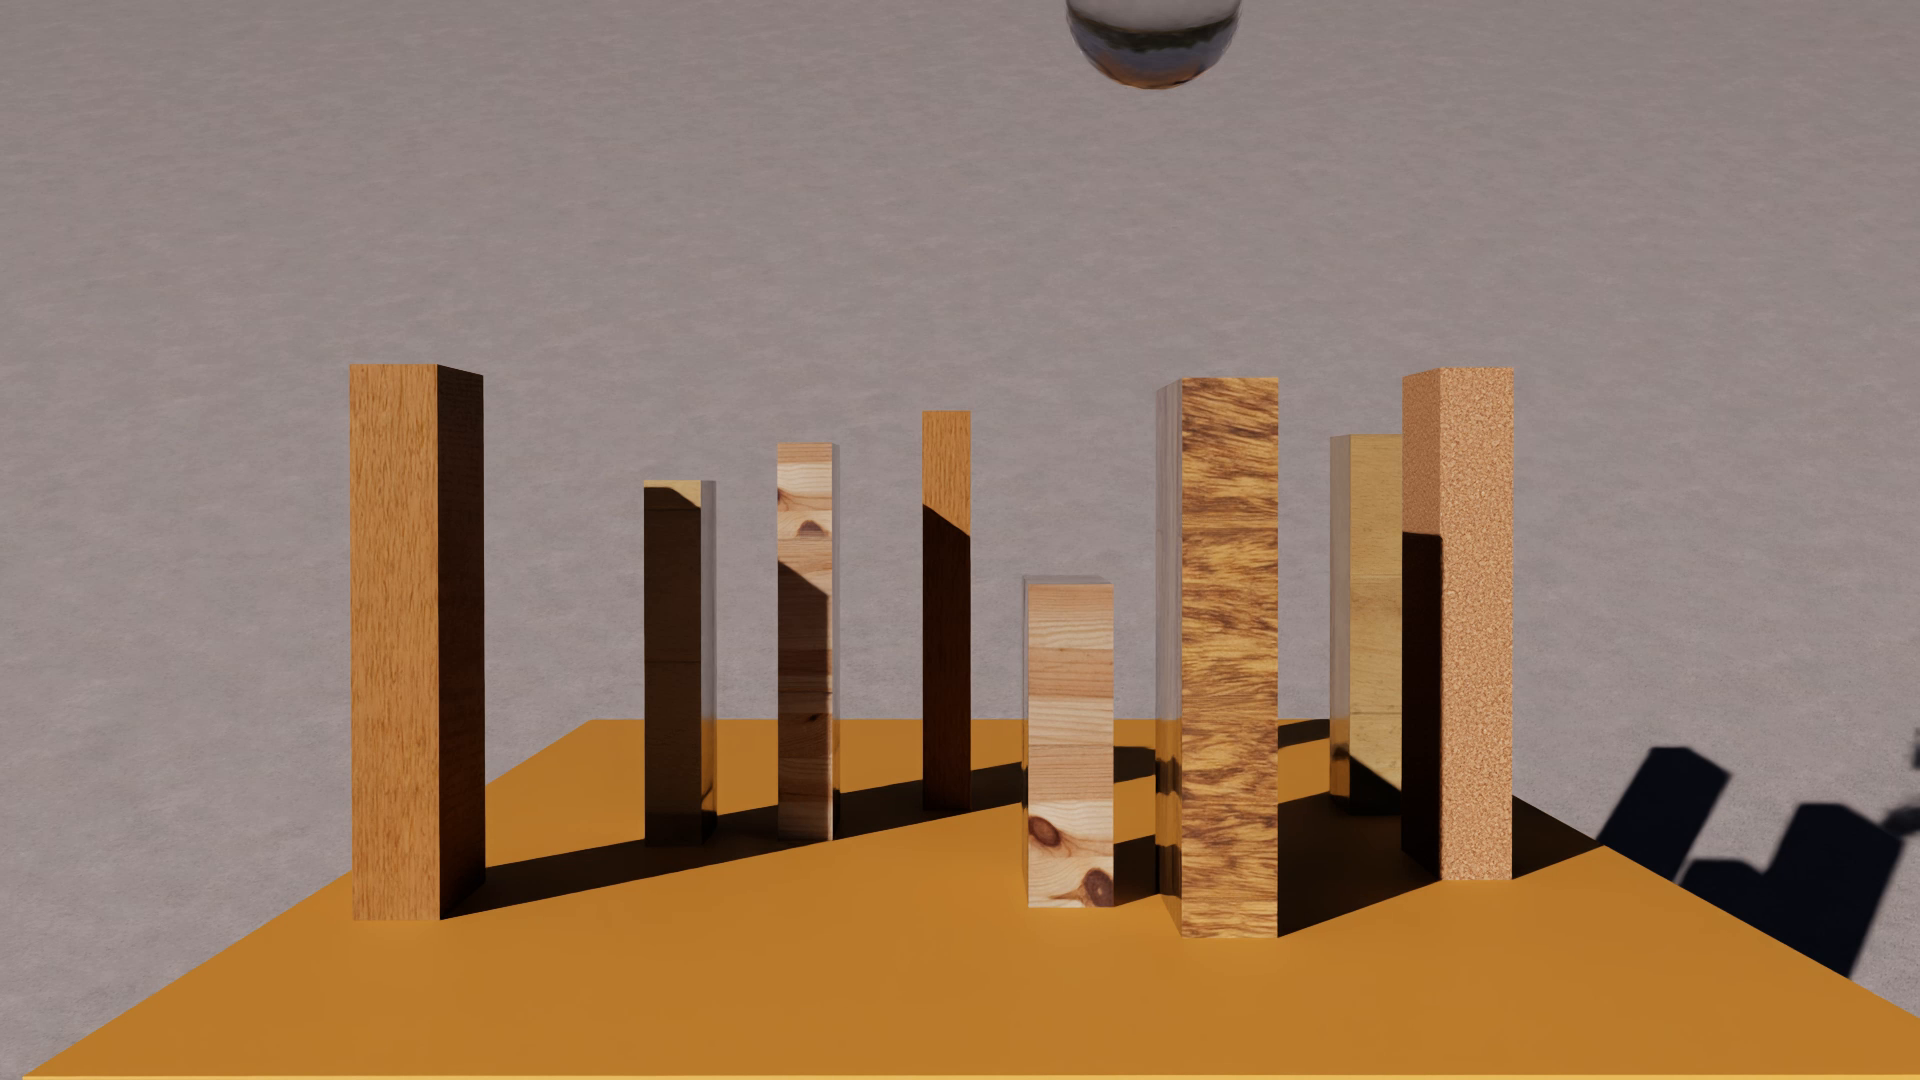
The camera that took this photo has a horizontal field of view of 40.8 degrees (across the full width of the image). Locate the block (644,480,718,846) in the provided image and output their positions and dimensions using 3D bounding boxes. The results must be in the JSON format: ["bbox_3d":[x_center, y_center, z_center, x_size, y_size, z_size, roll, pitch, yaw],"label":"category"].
[{"bbox_3d":[-0.471,0.200,4.370,0.093,0.601,0.277,0,1,0],"label":"block"}]

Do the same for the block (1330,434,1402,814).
[{"bbox_3d":[0.747,0.150,4.764,0.093,0.685,0.252,0,1,0],"label":"block"}]

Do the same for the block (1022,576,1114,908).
[{"bbox_3d":[0.155,0.285,3.811,0.119,0.453,0.388,0,1,0],"label":"block"}]

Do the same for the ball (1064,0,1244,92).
[{"bbox_3d":[0.159,-0.442,2.114,0.147,0.147,0.147,0,27,0],"label":"ball"}]

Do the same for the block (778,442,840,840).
[{"bbox_3d":[-0.258,0.167,4.440,0.091,0.664,0.280,0,1,0],"label":"block"}]

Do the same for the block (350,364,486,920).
[{"bbox_3d":[-0.768,0.136,3.678,0.119,0.756,0.343,0,1,0],"label":"block"}]

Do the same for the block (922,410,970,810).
[{"bbox_3d":[-0.025,0.126,4.855,0.088,0.729,0.294,0,1,0],"label":"block"}]

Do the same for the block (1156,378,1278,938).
[{"bbox_3d":[0.352,0.150,3.588,0.125,0.731,0.447,0,1,0],"label":"block"}]

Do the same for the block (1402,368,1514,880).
[{"bbox_3d":[0.773,0.123,4.029,0.109,0.768,0.328,0,1,0],"label":"block"}]

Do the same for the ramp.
[{"bbox_3d":[0.061,0.546,4.583,2.000,0.100,4.000,0,1,0],"label":"ramp"}]
